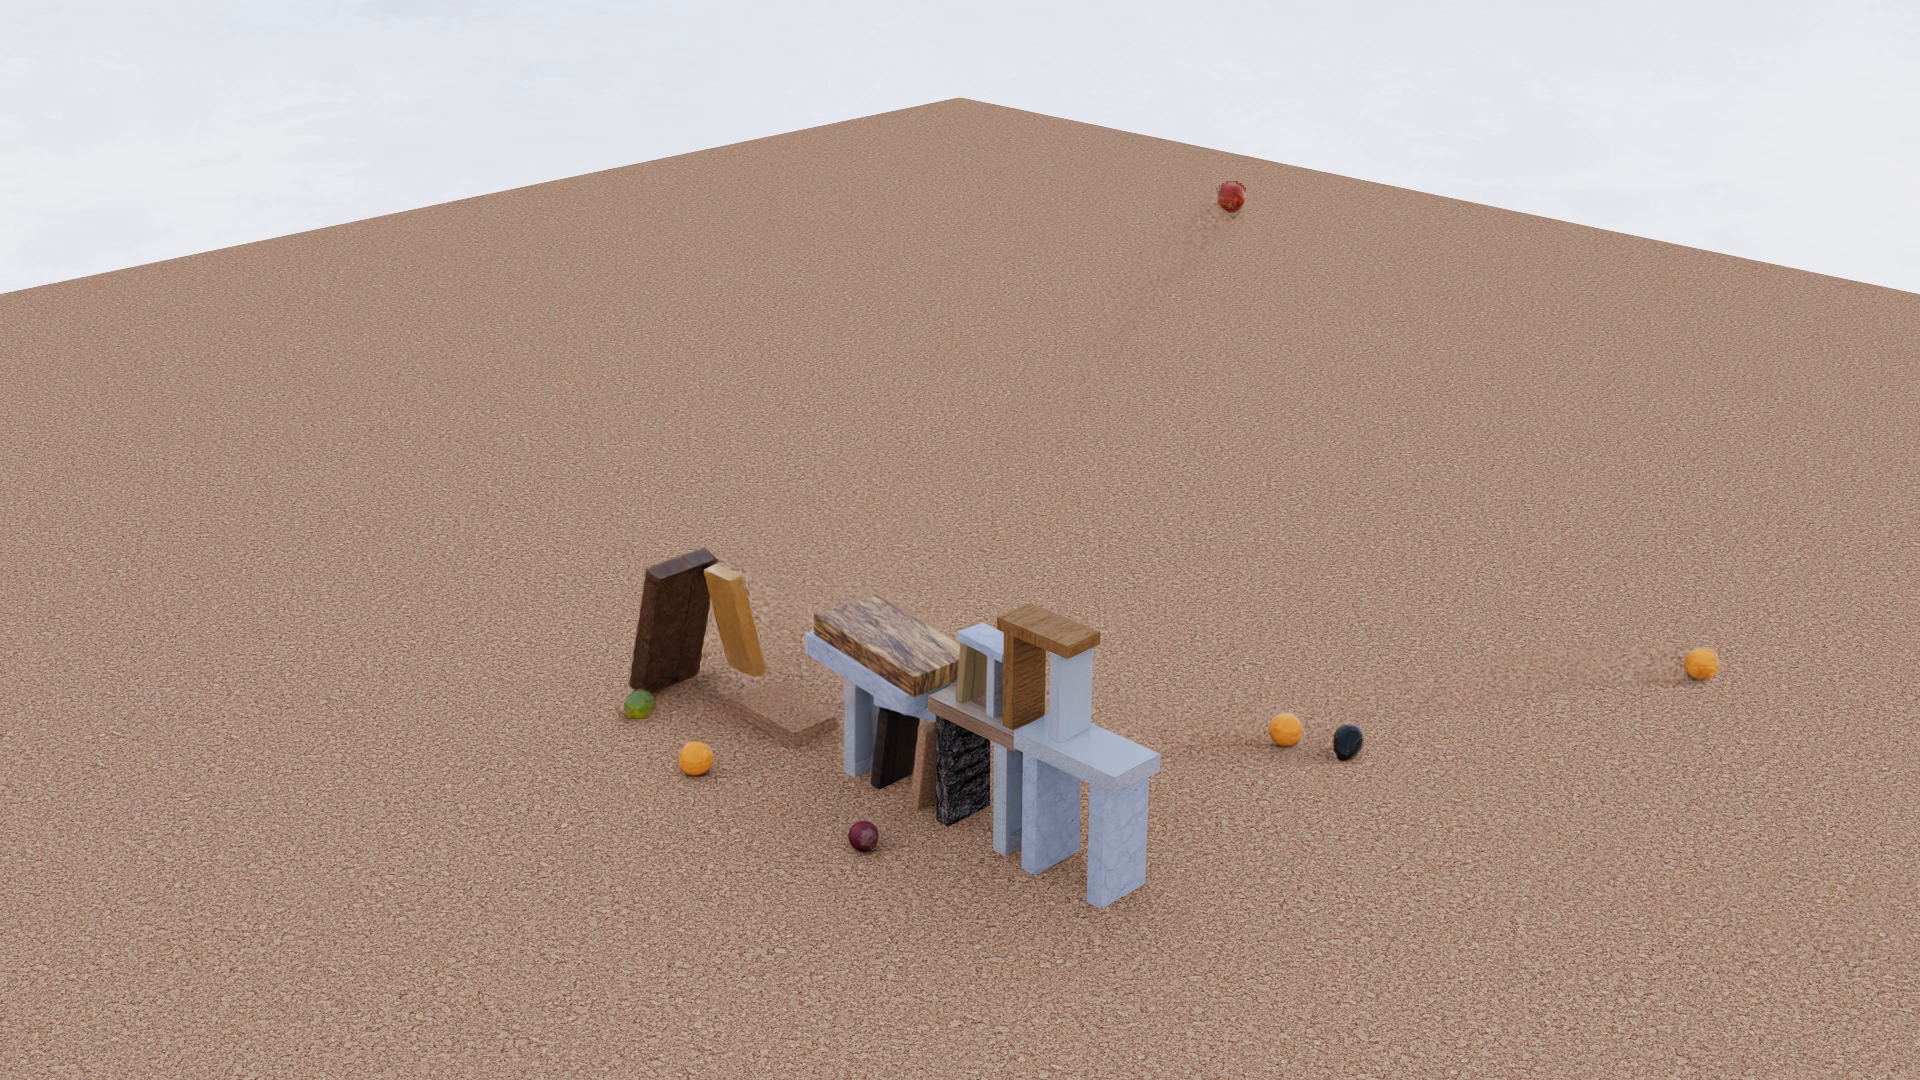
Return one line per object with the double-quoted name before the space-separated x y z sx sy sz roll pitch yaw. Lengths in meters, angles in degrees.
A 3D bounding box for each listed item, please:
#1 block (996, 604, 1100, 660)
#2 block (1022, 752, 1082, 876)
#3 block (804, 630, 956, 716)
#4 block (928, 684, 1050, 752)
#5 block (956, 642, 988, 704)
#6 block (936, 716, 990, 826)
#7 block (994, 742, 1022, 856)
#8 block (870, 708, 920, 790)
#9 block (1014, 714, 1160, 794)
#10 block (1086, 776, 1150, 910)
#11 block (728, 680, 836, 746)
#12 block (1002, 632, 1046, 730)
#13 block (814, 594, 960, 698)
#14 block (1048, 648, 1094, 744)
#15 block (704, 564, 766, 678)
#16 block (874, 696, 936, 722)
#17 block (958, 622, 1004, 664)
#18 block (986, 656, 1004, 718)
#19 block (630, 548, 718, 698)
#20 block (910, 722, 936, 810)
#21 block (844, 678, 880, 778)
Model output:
"block" 0.165 0.169 4.121 0.090 0.026 0.181 -21 31 -40
"block" 0.177 0.506 4.242 0.036 0.255 0.127 21 31 41
"block" -0.155 0.251 4.519 0.162 0.046 0.323 -19 33 -38
"block" 0.064 0.340 4.304 0.120 0.034 0.239 -21 31 -40
"block" 0.025 0.251 4.303 0.065 0.130 0.018 -20 37 -39
"block" 0.007 0.443 4.409 0.120 0.239 0.034 -21 31 -41
"block" 0.120 0.487 4.306 0.034 0.239 0.120 21 31 41
"block" -0.132 0.415 4.536 0.095 0.191 0.027 -21 40 -41
"block" 0.237 0.396 4.129 0.255 0.036 0.127 21 31 41
"block" 0.297 0.553 4.131 0.036 0.255 0.127 21 31 41
"block" -0.392 0.379 4.825 0.116 0.033 0.232 -20 30 -39
"block" 0.123 0.256 4.204 0.090 0.198 0.026 -21 31 -40
"block" -0.135 0.213 4.495 0.162 0.046 0.323 -18 33 -37
"block" 0.208 0.281 4.122 0.026 0.181 0.090 21 31 41
"block" -0.488 0.175 4.766 0.033 0.232 0.116 -24 24 -29
"block" -0.070 0.327 4.462 0.191 0.027 0.095 13 26 29
"block" 0.062 0.198 4.238 0.065 0.018 0.130 -19 30 -37
"block" 0.081 0.273 4.251 0.065 0.130 0.018 -21 31 -40
"block" -0.639 0.185 4.900 0.162 0.331 0.046 -22 47 -41
"block" -0.047 0.449 4.455 0.095 0.191 0.027 -17 37 -35
"block" -0.188 0.370 4.591 0.116 0.232 0.033 -21 33 -40
